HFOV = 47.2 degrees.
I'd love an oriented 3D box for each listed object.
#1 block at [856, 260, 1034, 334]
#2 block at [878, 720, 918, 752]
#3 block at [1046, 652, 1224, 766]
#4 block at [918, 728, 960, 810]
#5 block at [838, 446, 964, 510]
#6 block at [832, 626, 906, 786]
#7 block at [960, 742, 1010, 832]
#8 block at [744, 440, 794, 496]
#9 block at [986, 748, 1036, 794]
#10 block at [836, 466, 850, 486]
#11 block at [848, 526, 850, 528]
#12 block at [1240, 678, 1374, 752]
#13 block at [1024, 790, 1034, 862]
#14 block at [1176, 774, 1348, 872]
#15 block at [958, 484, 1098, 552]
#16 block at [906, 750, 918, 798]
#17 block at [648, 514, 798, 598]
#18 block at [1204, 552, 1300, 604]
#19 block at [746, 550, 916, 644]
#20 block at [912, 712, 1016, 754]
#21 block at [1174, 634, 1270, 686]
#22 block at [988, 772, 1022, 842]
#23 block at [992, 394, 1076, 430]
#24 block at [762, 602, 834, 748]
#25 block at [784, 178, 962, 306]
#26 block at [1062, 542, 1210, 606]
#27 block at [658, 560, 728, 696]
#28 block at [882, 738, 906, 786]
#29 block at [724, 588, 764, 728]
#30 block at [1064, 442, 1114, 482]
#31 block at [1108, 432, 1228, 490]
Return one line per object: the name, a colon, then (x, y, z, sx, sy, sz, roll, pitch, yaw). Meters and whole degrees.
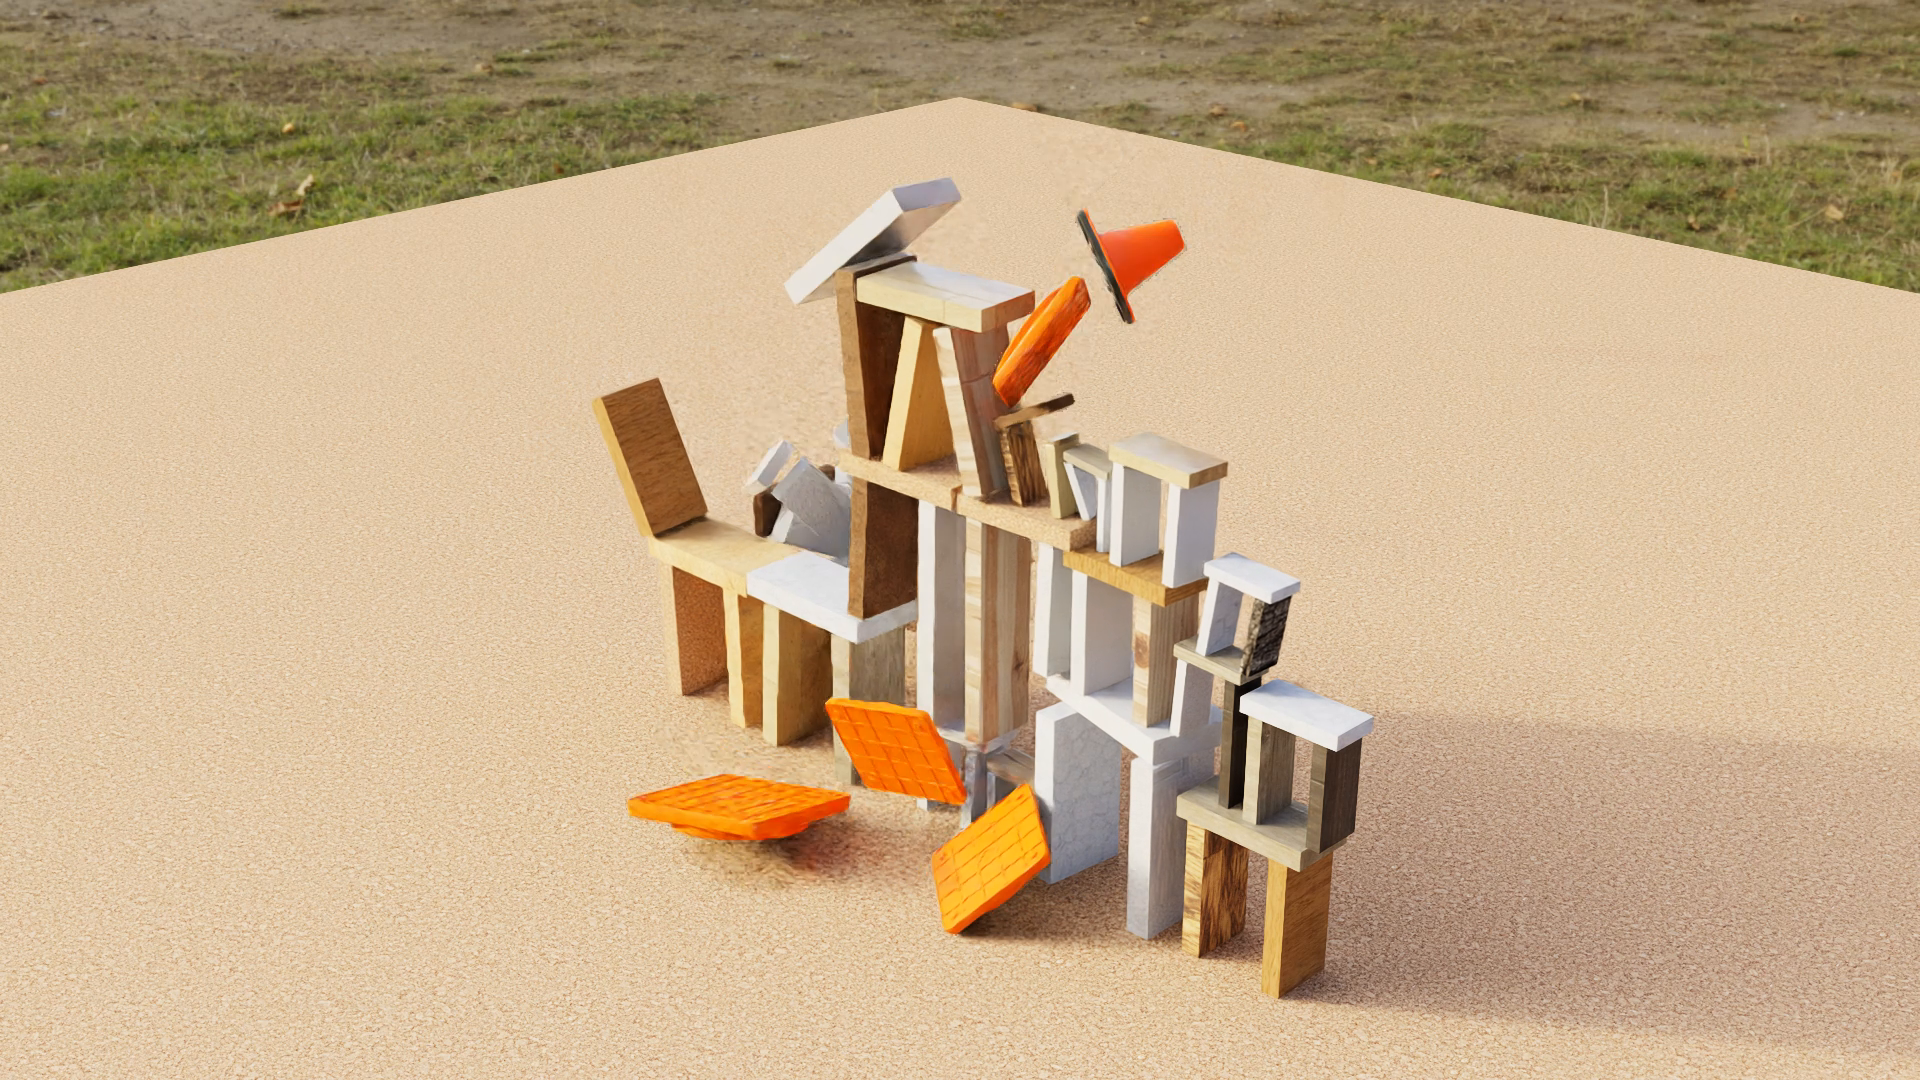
block: (-0.028, -0.455, 4.090, 0.305, 0.043, 0.153, 19, 30, 37)
block: (-0.111, 0.403, 4.514, 0.109, 0.015, 0.054, 21, 31, 41)
block: (0.329, 0.302, 4.081, 0.176, 0.050, 0.353, -13, 26, -28)
block: (-0.042, 0.446, 4.465, 0.027, 0.189, 0.095, 23, 31, 40)
block: (-0.076, -0.136, 4.264, 0.302, 0.043, 0.151, 20, 29, 39)
block: (-0.188, 0.325, 4.565, 0.048, 0.336, 0.168, 19, 29, 37)
block: (0.050, 0.482, 4.378, 0.094, 0.189, 0.027, -20, 35, -40)
block: (-0.407, -0.152, 4.683, 0.029, 0.103, 0.207, 35, -11, -9)
block: (0.129, 0.452, 4.285, 0.075, 0.021, 0.149, -19, 30, -38)
block: (-0.287, -0.076, 5.205, 0.160, 0.319, 0.045, -21, 66, 7)
block: (-0.105, -0.063, 4.760, 0.158, 0.045, 0.316, -44, 19, -22)
block: (0.585, 0.294, 3.720, 0.203, 0.029, 0.101, 21, 31, 41)
block: (0.159, 0.545, 4.286, 0.075, 0.149, 0.021, -21, 31, -41)
block: (0.529, 0.491, 3.862, 0.271, 0.038, 0.135, 21, 31, 41)
block: (0.145, -0.051, 4.075, 0.278, 0.039, 0.139, 19, 29, 40)
block: (-0.085, 0.470, 4.514, 0.015, 0.109, 0.054, 21, 31, 41)
block: (-0.511, 0.032, 4.787, 0.326, 0.046, 0.163, 21, 32, 40)
block: (0.494, 0.063, 3.722, 0.075, 0.021, 0.149, -19, 32, -38)
block: (-0.268, 0.116, 4.560, 0.336, 0.048, 0.168, 22, 31, 39)
block: (0.009, 0.368, 4.370, 0.189, 0.027, 0.095, 18, 28, 36)
block: (0.454, 0.206, 3.823, 0.076, 0.022, 0.153, -19, 31, -38)
block: (0.088, 0.517, 4.351, 0.075, 0.149, 0.021, -21, 31, -41)
block: (0.133, -0.233, 4.002, 0.072, 0.020, 0.144, -23, 5, -43)
block: (-0.341, 0.262, 4.710, 0.168, 0.336, 0.048, -21, 35, -40)
block: (-0.168, -0.570, 4.207, 0.175, 0.049, 0.349, -22, -9, -48)
block: (0.316, 0.048, 3.934, 0.124, 0.035, 0.248, -20, 30, -39)
block: (-0.586, 0.172, 4.933, 0.046, 0.326, 0.163, 21, 33, 40)
block: (-0.137, 0.450, 4.561, 0.015, 0.109, 0.054, 21, 31, 41)
block: (-0.430, 0.232, 4.794, 0.163, 0.326, 0.046, -22, 32, -40)
block: (0.244, -0.139, 3.920, 0.057, 0.016, 0.114, -22, 35, -34)
block: (0.359, -0.138, 3.801, 0.096, 0.027, 0.192, -18, 29, -37)
